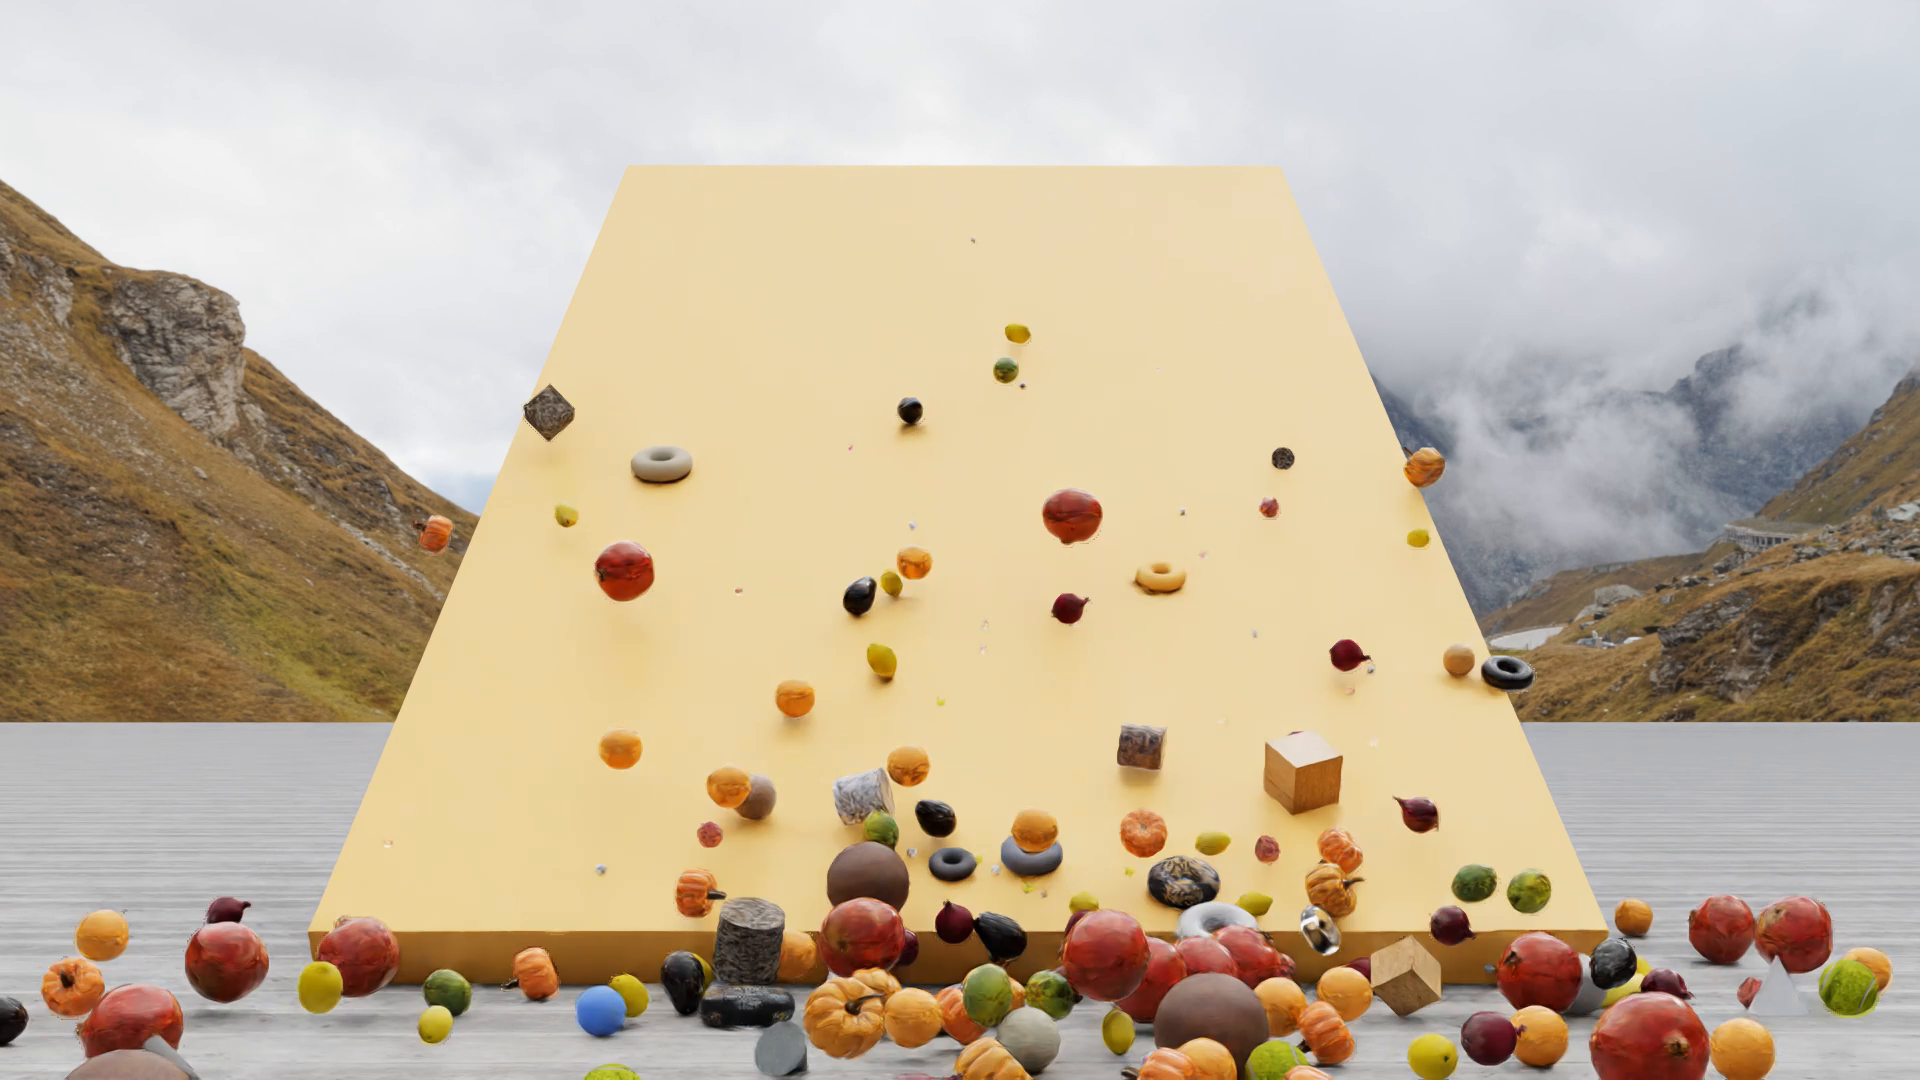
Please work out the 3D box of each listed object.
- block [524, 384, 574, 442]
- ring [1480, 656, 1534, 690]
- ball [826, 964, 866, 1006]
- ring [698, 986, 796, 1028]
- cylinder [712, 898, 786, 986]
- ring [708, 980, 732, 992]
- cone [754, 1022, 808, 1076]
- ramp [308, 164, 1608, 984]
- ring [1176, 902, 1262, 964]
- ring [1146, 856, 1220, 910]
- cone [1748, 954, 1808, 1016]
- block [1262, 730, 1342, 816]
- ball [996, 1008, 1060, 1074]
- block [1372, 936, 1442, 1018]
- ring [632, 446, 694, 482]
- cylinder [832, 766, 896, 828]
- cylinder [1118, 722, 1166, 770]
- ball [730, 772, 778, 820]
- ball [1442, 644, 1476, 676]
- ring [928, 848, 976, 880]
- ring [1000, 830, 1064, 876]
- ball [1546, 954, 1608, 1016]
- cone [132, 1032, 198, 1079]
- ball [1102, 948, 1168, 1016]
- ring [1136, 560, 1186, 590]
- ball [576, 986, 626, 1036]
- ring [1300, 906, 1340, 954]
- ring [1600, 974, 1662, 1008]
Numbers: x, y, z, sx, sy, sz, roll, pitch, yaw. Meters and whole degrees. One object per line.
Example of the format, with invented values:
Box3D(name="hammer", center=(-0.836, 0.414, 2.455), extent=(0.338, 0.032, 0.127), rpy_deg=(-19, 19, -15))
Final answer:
Box3D(name="block", center=(-0.913, -0.283, 5.237), extent=(0.079, 0.079, 0.079), rpy_deg=(-44, -5, -18))
Box3D(name="ring", center=(1.005, 0.245, 4.325), extent=(0.098, 0.033, 0.098), rpy_deg=(6, 26, -3))
Box3D(name="ball", center=(-0.164, 0.641, 3.395), extent=(0.059, 0.059, 0.059), rpy_deg=(0, -4, 0))
Box3D(name="ring", center=(-0.288, 0.633, 3.191), extent=(0.131, 0.044, 0.131), rpy_deg=(1, -1, 0))
Box3D(name="cylinder", center=(-0.302, 0.576, 3.372), extent=(0.094, 0.094, 0.094), rpy_deg=(9, 18, -3))
Box3D(name="ring", center=(-0.315, 0.649, 3.373), extent=(0.094, 0.031, 0.094), rpy_deg=(8, 0, 0))
Box3D(name="cone", center=(-0.194, 0.608, 2.760), extent=(0.067, 0.067, 0.067), rpy_deg=(-2, -31, 29))
Box3D(name="ramp", center=(-0.010, -0.229, 5.441), extent=(2.000, 0.100, 4.000), rpy_deg=(0, 26, 0))
Box3D(name="ring", center=(0.393, 0.597, 3.581), extent=(0.131, 0.044, 0.131), rpy_deg=(1, 26, -1))
Box3D(name="ring", center=(0.352, 0.539, 3.706), extent=(0.116, 0.039, 0.116), rpy_deg=(1, 27, 0))
Box3D(name="cone", center=(1.149, 0.623, 3.311), extent=(0.082, 0.082, 0.082), rpy_deg=(0, -4, 0))
Box3D(name="block", center=(0.575, 0.390, 3.953), extent=(0.092, 0.092, 0.092), rpy_deg=(-12, 28, -23))
Box3D(name="ball", center=(0.080, 0.585, 2.755), extent=(0.076, 0.076, 0.076), rpy_deg=(0, -4, 0))
Box3D(name="block", center=(0.615, 0.602, 3.248), extent=(0.067, 0.067, 0.067), rpy_deg=(-33, 23, 28))
Box3D(name="ring", center=(-0.650, -0.168, 5.147), extent=(0.136, 0.045, 0.136), rpy_deg=(0, 25, 0))
Box3D(name="cylinder", center=(-0.158, 0.421, 3.861), extent=(0.080, 0.080, 0.080), rpy_deg=(-22, -6, 2))
Box3D(name="cylinder", center=(0.311, 0.353, 4.025), extent=(0.073, 0.073, 0.073), rpy_deg=(7, -3, 11))
Box3D(name="ball", center=(-0.341, 0.424, 3.895), extent=(0.078, 0.078, 0.078), rpy_deg=(0, -4, 0))
Box3D(name="ball", center=(0.919, 0.221, 4.338), extent=(0.060, 0.060, 0.060), rpy_deg=(0, -4, 0))
Box3D(name="ring", center=(-0.012, 0.518, 3.763), extent=(0.077, 0.026, 0.077), rpy_deg=(1, 26, -1))
Box3D(name="ring", center=(0.115, 0.503, 3.784), extent=(0.103, 0.034, 0.103), rpy_deg=(1, 27, 0))
Box3D(name="ball", center=(0.861, 0.620, 3.287), extent=(0.085, 0.085, 0.085), rpy_deg=(0, -4, 0))
Box3D(name="cone", center=(-0.840, 0.572, 2.524), extent=(0.067, 0.067, 0.067), rpy_deg=(27, -5, 0))
Box3D(name="ball", center=(0.243, 0.615, 3.273), extent=(0.093, 0.093, 0.093), rpy_deg=(0, -4, 0))
Box3D(name="ring", center=(0.399, 0.070, 4.678), extent=(0.101, 0.034, 0.101), rpy_deg=(1, 26, -1))
Box3D(name="ball", center=(-0.467, 0.613, 3.065), extent=(0.065, 0.065, 0.065), rpy_deg=(0, -4, 0))
Box3D(name="ring", center=(0.544, 0.589, 3.557), extent=(0.027, 0.080, 0.080), rpy_deg=(-35, -23, 30))
Box3D(name="ring", center=(0.946, 0.650, 3.395), extent=(0.127, 0.042, 0.127), rpy_deg=(-1, -6, 0))
